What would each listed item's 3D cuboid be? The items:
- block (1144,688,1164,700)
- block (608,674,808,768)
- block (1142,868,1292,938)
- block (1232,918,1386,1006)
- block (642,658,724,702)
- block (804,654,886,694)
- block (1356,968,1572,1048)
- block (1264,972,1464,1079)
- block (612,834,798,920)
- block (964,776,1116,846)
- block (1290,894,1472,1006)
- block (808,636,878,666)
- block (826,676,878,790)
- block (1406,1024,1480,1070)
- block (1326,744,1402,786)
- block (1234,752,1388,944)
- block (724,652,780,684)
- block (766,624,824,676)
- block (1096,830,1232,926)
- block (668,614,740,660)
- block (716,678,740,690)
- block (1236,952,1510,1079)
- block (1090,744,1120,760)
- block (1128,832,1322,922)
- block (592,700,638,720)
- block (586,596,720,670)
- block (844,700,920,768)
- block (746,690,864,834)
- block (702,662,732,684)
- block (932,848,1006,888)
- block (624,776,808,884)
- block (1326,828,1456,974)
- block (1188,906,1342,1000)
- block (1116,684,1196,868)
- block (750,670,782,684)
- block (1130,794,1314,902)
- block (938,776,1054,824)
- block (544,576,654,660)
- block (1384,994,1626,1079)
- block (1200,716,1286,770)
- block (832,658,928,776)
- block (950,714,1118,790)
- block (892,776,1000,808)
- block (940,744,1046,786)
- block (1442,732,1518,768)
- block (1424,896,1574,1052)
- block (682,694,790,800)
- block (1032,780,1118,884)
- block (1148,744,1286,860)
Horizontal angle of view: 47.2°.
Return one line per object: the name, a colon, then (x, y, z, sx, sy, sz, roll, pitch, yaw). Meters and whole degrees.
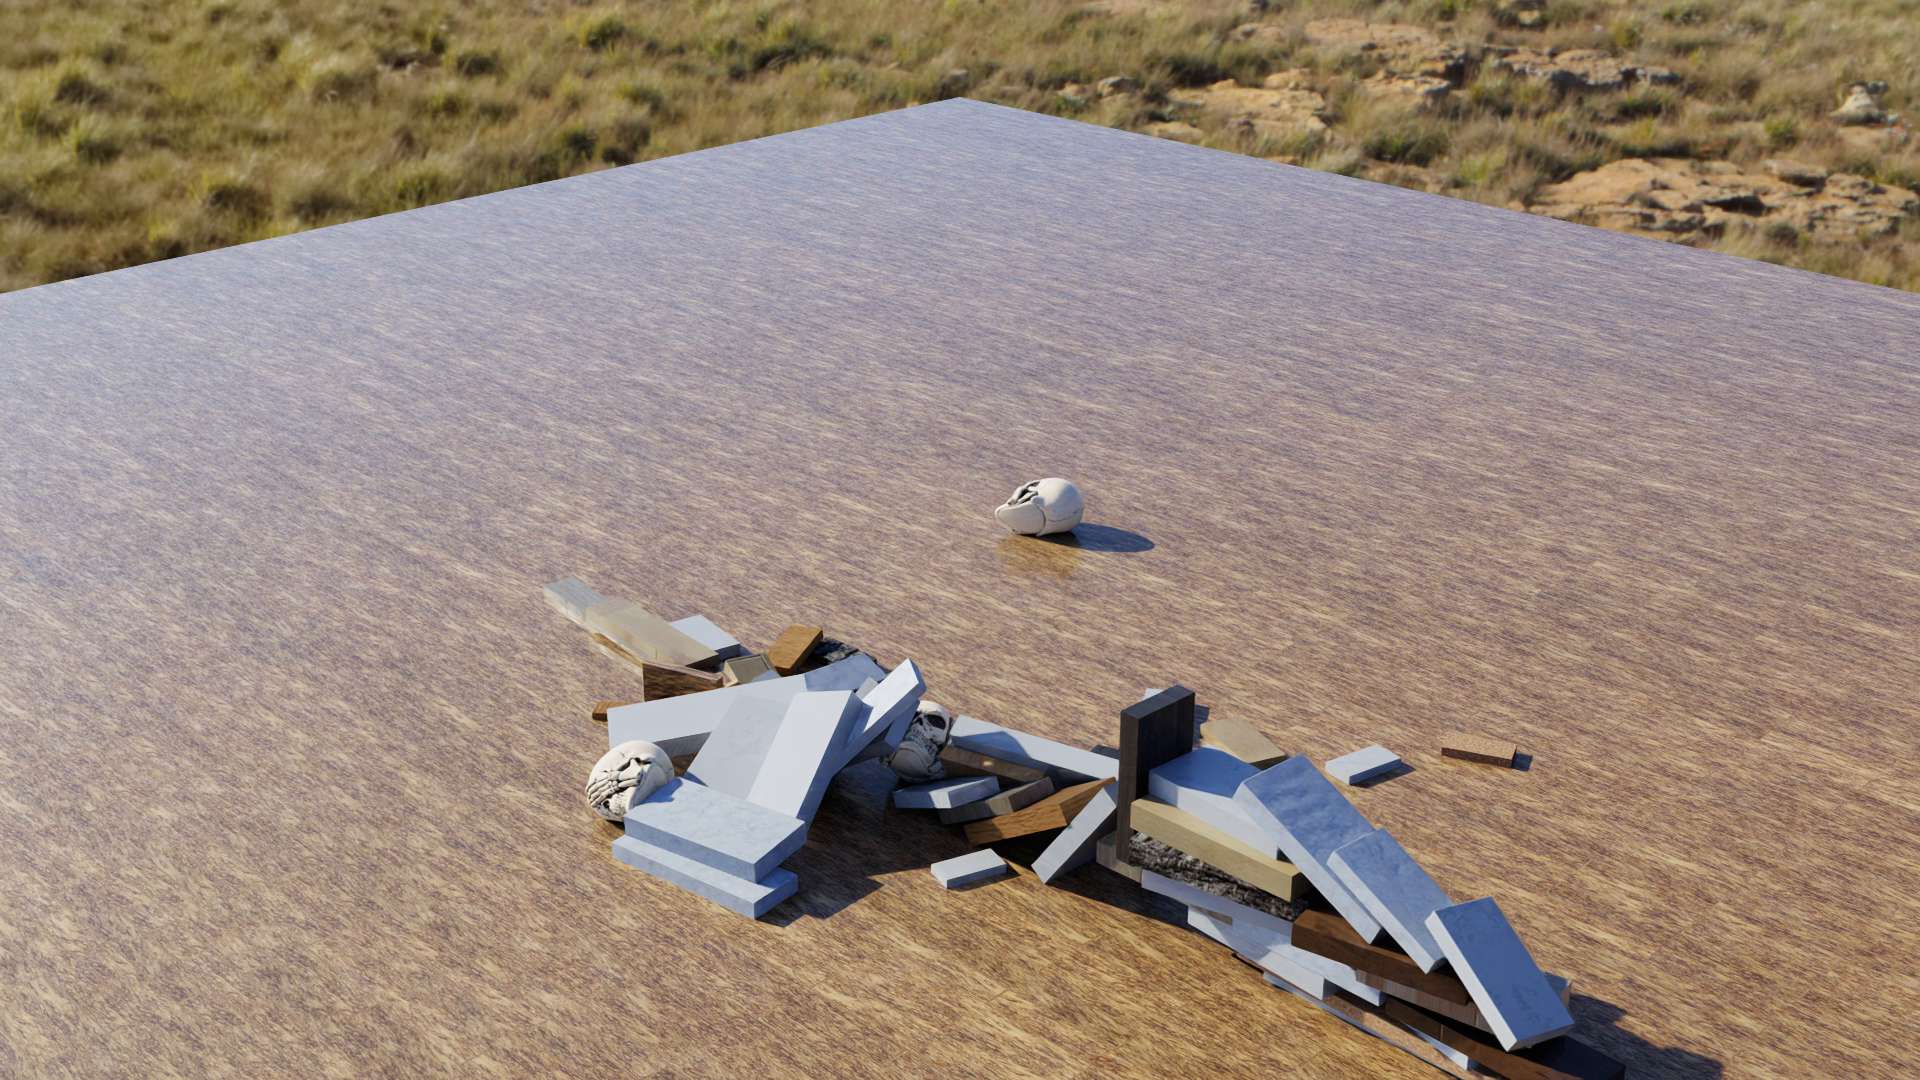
block: (0.444, 0.384, 4.820, 0.097, 0.027, 0.194, 5, 23, 11)
block: (-0.535, 0.386, 4.712, 0.430, 0.046, 0.162, -10, 29, -6)
block: (0.506, 0.613, 3.913, 0.328, 0.044, 0.155, 14, 27, 30)
block: (0.650, 0.694, 3.834, 0.160, 0.045, 0.320, -20, 30, -39)
block: (-0.611, 0.330, 4.860, 0.194, 0.097, 0.028, 11, 25, 25)
block: (-0.266, 0.318, 4.944, 0.193, 0.027, 0.096, -18, 45, -36)
block: (0.832, 0.729, 3.639, 0.310, 0.044, 0.155, 17, 28, 34)
block: (0.815, 0.863, 3.704, 0.712, 0.018, 0.063, 21, 31, 41)
block: (-0.493, 0.628, 4.235, 0.368, 0.035, 0.125, 16, 28, 33)
block: (0.158, 0.528, 4.268, 0.152, 0.043, 0.304, -20, -1, -39)
block: (0.728, 0.670, 3.664, 0.310, 0.044, 0.155, 15, 27, 31)
block: (-0.279, 0.271, 5.091, 0.083, 0.024, 0.166, -21, 31, -40)
block: (-0.235, 0.402, 4.526, 0.250, 0.035, 0.125, -51, 20, -6)
block: (0.821, 0.814, 3.692, 0.097, 0.028, 0.194, -13, 26, -28)
block: (0.848, 0.472, 4.623, 0.146, 0.021, 0.073, -14, 27, -30)
block: (0.635, 0.519, 3.730, 0.155, 0.044, 0.342, -19, 54, -37)
block: (-0.439, 0.329, 4.874, 0.097, 0.028, 0.194, -10, 42, -27)
block: (-0.391, 0.255, 5.086, 0.083, 0.024, 0.166, 6, 33, 24)
block: (0.425, 0.602, 4.054, 0.320, 0.045, 0.160, 20, 30, 39)
block: (-0.606, 0.232, 5.178, 0.096, 0.027, 0.193, -15, 27, -32)
block: (-0.523, 0.353, 4.801, 0.113, 0.057, 0.016, -27, 25, 2)
block: (0.723, 0.802, 3.789, 0.097, 0.028, 0.559, -20, 30, -39)
block: (0.289, 0.476, 4.612, 0.073, 0.021, 0.146, 13, 26, 27)
block: (0.497, 0.568, 3.897, 0.355, 0.050, 0.177, 16, 28, 33)
block: (-0.749, 0.378, 4.850, 0.113, 0.016, 0.057, 3, 23, 6)
block: (-0.721, 0.223, 5.140, 0.096, 0.027, 0.415, -18, 29, -37)
block: (-0.189, 0.398, 4.541, 0.250, 0.035, 0.125, -24, 32, 50)
block: (-0.318, 0.443, 4.401, 0.155, 0.044, 0.310, -5, 49, 39)
block: (-0.508, 0.331, 4.944, 0.097, 0.028, 0.194, -17, 28, -35)
block: (0.017, 0.633, 4.245, 0.130, 0.018, 0.065, -11, 26, -25)
block: (-0.476, 0.561, 4.273, 0.323, 0.046, 0.162, 15, 31, 31)
block: (0.733, 0.592, 3.626, 0.123, 0.035, 0.246, -18, 53, -35)
block: (0.579, 0.703, 3.930, 0.160, 0.045, 0.320, -18, 29, -37)
block: (0.356, 0.430, 4.011, 0.152, 0.304, 0.043, -20, 30, -39)
block: (-0.394, 0.338, 4.837, 0.127, 0.018, 0.063, 35, 42, 28)
block: (0.495, 0.517, 3.888, 0.355, 0.050, 0.177, 21, 31, 40)
block: (0.071, 0.518, 4.360, 0.115, 0.033, 0.230, -20, 1, -39)
block: (-0.805, 0.205, 5.249, 0.083, 0.024, 0.608, -18, 29, -36)
block: (0.889, 0.817, 3.605, 0.123, 0.035, 0.378, -20, 30, -39)
block: (0.604, 0.437, 4.695, 0.097, 0.027, 0.194, -10, 25, -22)
block: (-0.228, 0.400, 4.434, 0.397, 0.027, 0.097, -43, 30, 10)
block: (0.198, 0.474, 4.414, 0.439, 0.177, 0.050, 14, 57, 29)
block: (-0.029, 0.505, 4.405, 0.115, 0.033, 0.230, -14, 1, -30)
block: (0.078, 0.489, 4.459, 0.230, 0.115, 0.033, 13, 55, 28)
block: (1.105, 0.447, 4.682, 0.146, 0.021, 0.073, 9, 25, 21)
block: (0.862, 0.692, 3.519, 0.123, 0.035, 0.246, -8, 51, -29)
block: (-0.451, 0.453, 4.521, 0.162, 0.046, 0.323, 9, 41, 20)
block: (0.266, 0.534, 4.155, 0.152, 0.304, 0.043, -20, 67, -39)
block: (0.499, 0.461, 3.901, 0.155, 0.044, 0.310, -18, 29, -37)
